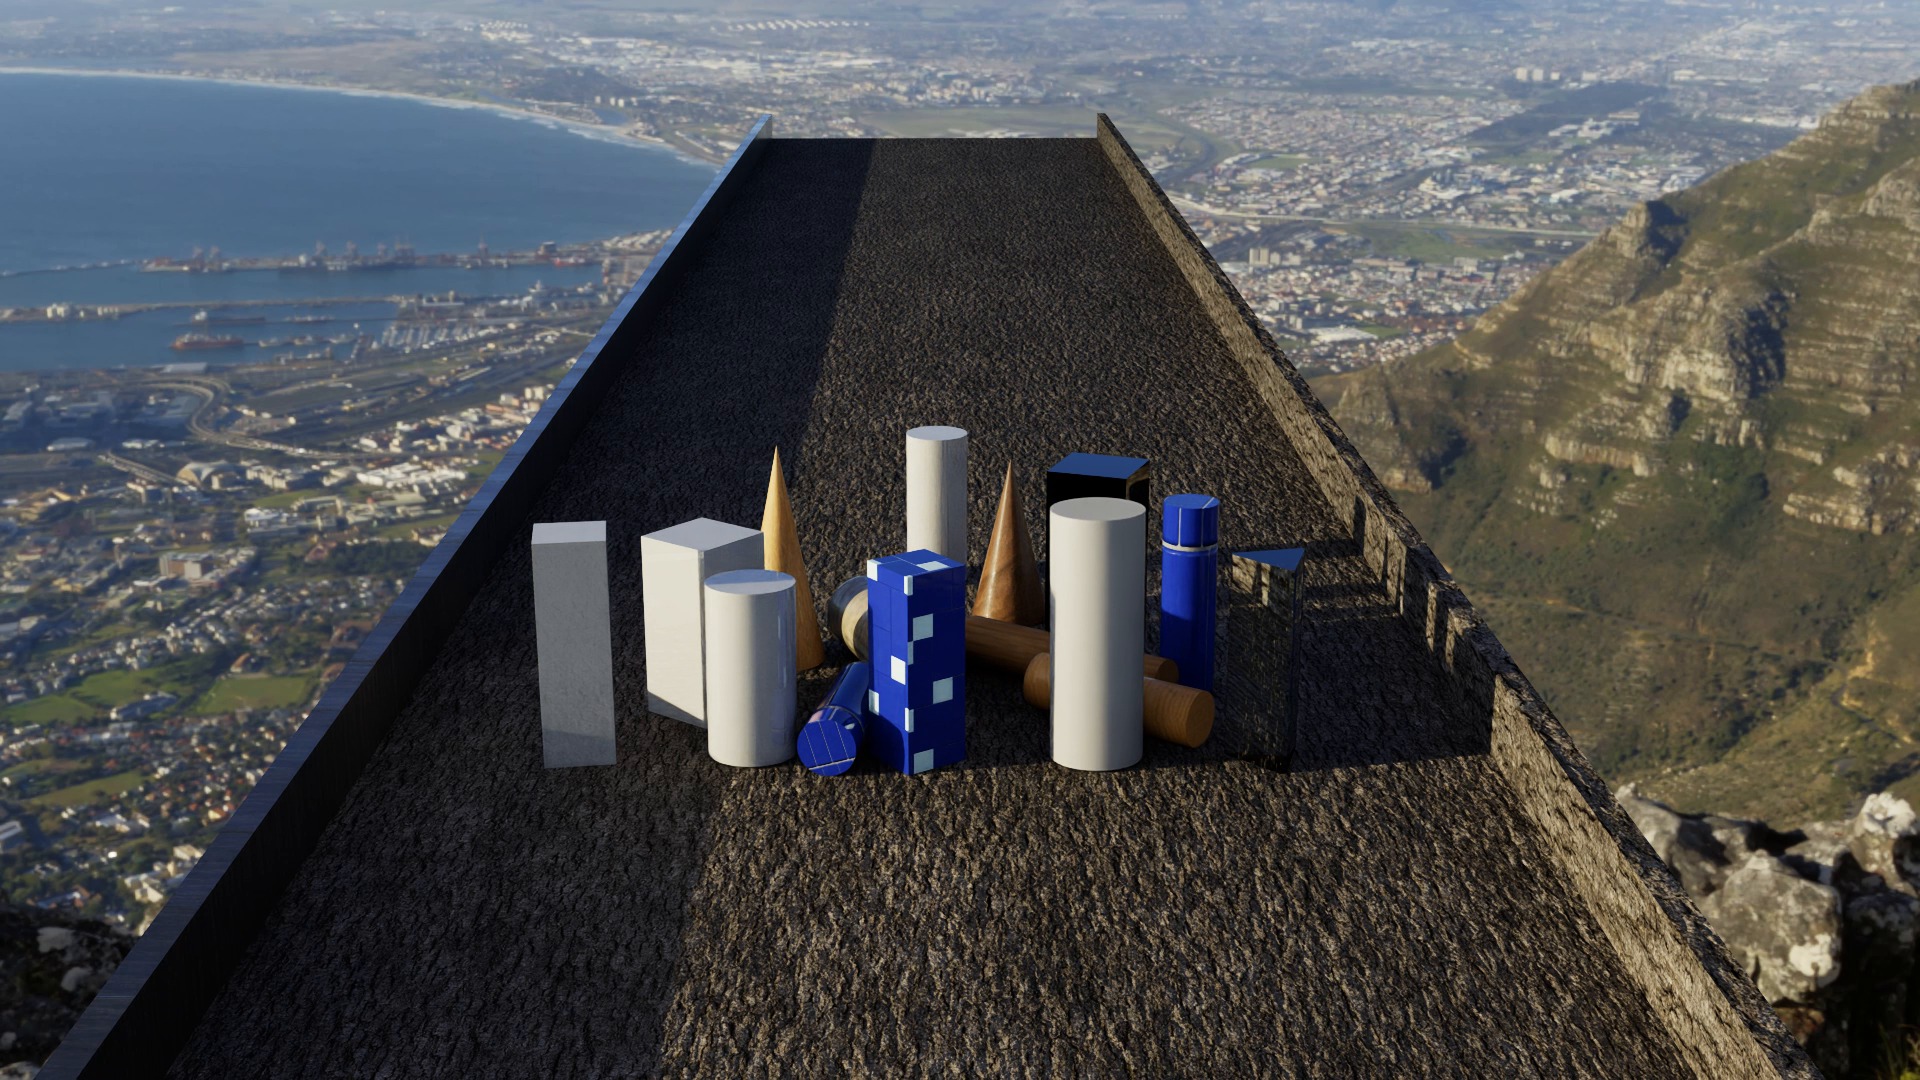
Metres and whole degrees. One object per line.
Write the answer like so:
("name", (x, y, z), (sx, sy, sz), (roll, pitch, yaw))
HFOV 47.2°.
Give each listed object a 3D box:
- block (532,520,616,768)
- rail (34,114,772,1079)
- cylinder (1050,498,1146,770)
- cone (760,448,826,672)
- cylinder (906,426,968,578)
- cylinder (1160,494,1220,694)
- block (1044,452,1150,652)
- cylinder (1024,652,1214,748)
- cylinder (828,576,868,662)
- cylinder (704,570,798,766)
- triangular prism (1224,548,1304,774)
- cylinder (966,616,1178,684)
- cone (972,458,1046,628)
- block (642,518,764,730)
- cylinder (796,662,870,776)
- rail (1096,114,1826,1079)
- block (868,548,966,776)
("block", (-0.679, 0.184, 3.884), (0.126, 0.413, 0.126), (-2, 17, -8))
("rail", (-1.118, -0.838, 7.780), (0.050, 0.150, 12.000), (0, 17, -1))
("cylinder", (0.241, 0.164, 3.872), (0.166, 0.453, 0.166), (-1, 15, 0))
("cone", (-0.359, 0.025, 4.366), (0.176, 0.442, 0.176), (0, 17, 0))
("cylinder", (-0.051, -0.075, 4.894), (0.134, 0.334, 0.134), (0, 17, 0))
("cylinder", (0.434, 0.111, 4.178), (0.105, 0.384, 0.105), (0, 17, 0))
("block", (0.272, 0.047, 4.362), (0.161, 0.403, 0.161), (6, 18, 20))
("cylinder", (0.291, 0.293, 4.057), (0.351, 0.105, 0.105), (12, 20, 34))
("cylinder", (-0.130, 0.194, 4.310), (0.150, 0.150, 0.377), (-6, 18, -21))
("cylinder", (-0.370, 0.226, 3.905), (0.160, 0.316, 0.160), (1, 15, 0))
("triangular prism", (0.562, 0.205, 3.882), (0.117, 0.374, 0.135), (-15, 22, -41))
("cylinder", (0.205, 0.236, 4.255), (0.446, 0.101, 0.101), (12, 20, 34))
("cone", (0.106, -0.004, 4.629), (0.165, 0.348, 0.165), (0, 17, 0))
("block", (-0.475, 0.154, 4.108), (0.159, 0.343, 0.159), (12, 21, 36))
("cylinder", (-0.208, 0.319, 3.969), (0.106, 0.106, 0.303), (3, 17, 9))
("rail", (0.932, -0.844, 7.801), (0.050, 0.150, 12.000), (0, 17, -1))
("block", (-0.076, 0.213, 3.873), (0.122, 0.363, 0.122), (-12, 20, -34))
